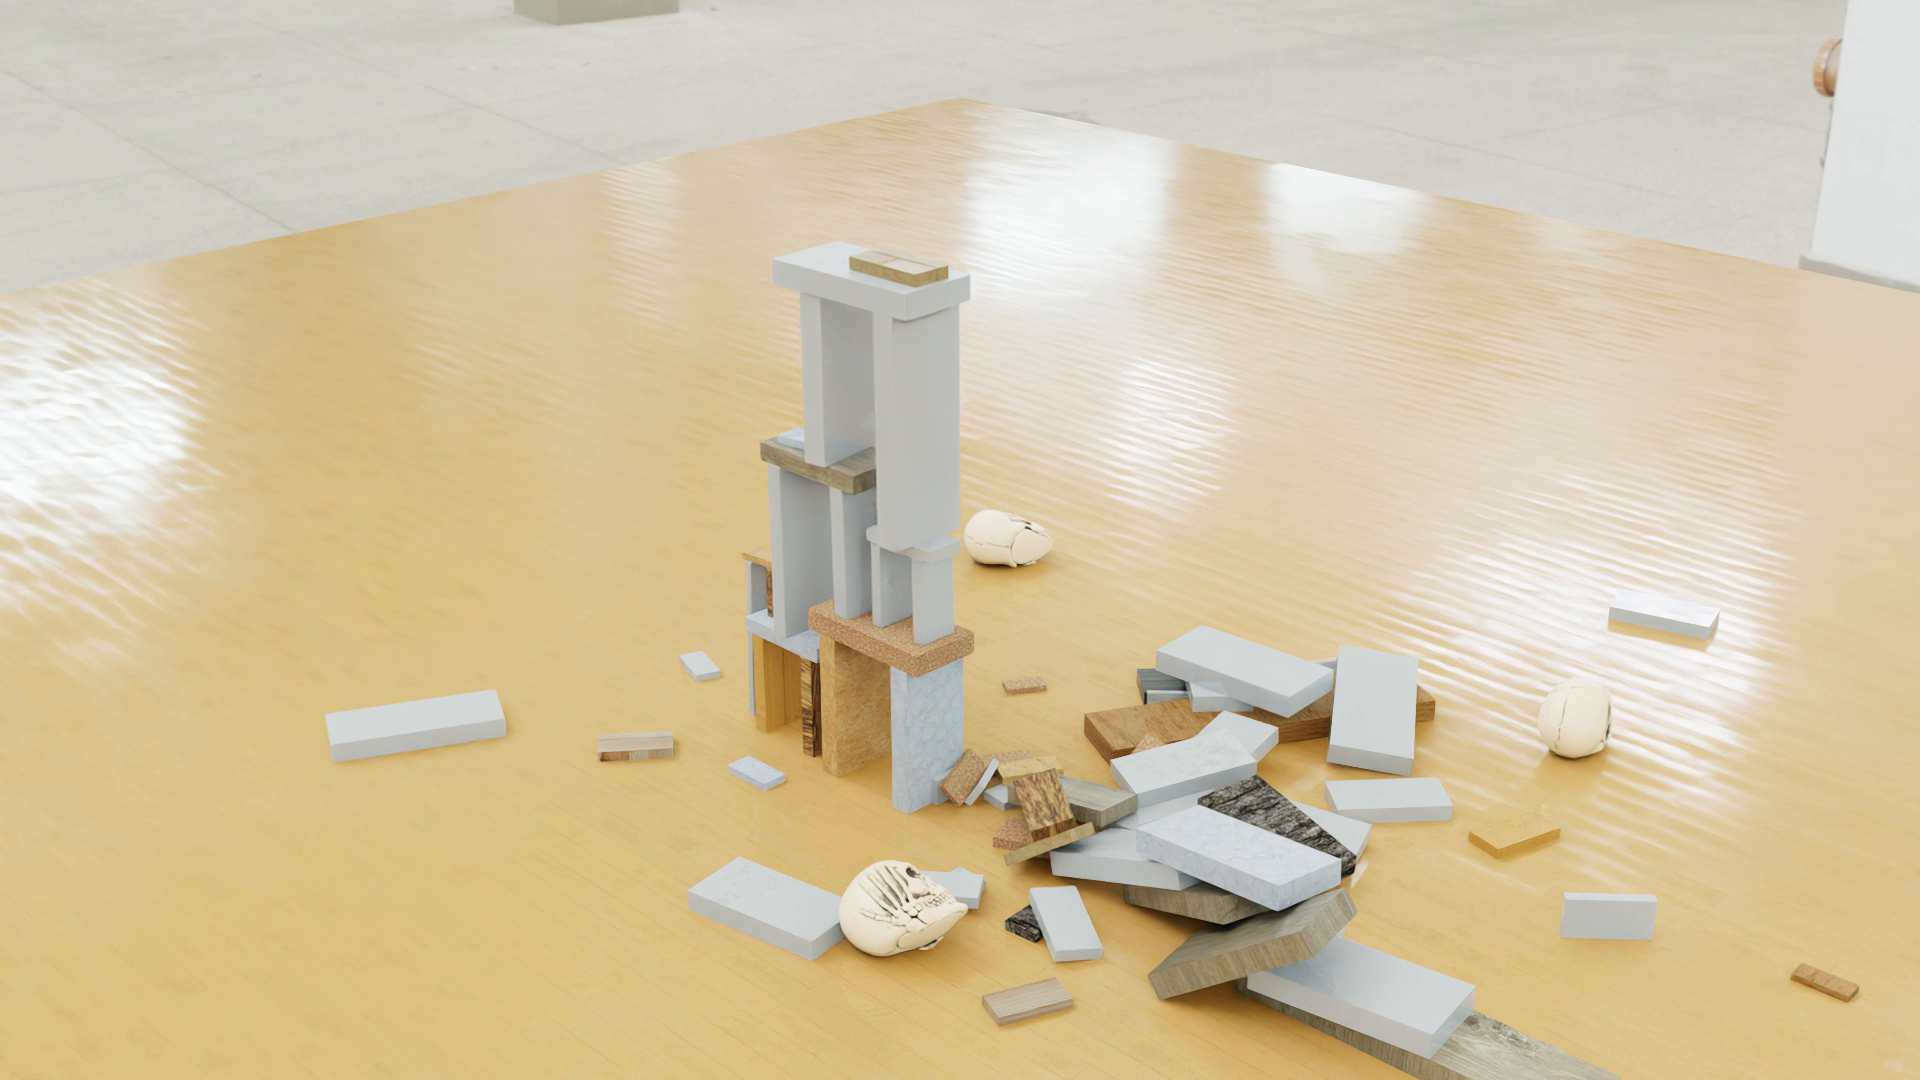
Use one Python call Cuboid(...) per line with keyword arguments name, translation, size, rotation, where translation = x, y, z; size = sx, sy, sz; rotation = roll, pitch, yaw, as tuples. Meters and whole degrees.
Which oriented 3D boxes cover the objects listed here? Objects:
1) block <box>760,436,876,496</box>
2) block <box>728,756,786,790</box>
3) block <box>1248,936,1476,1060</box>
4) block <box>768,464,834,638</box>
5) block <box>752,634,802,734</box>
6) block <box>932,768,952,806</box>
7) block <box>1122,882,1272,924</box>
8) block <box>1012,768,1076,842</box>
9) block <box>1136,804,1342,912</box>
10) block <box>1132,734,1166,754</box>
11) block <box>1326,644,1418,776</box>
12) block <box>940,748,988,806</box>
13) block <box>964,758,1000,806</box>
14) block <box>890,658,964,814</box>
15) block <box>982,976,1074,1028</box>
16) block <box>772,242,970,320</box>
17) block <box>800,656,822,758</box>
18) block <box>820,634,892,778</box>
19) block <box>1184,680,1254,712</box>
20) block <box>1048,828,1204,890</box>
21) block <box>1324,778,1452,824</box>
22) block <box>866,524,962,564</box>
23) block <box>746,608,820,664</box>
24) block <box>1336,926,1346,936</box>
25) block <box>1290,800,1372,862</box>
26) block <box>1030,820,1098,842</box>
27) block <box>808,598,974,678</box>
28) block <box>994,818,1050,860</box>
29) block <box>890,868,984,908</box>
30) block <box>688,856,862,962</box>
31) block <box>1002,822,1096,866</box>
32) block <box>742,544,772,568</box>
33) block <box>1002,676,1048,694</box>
Cuboid(name="block", translation=(-0.260, -0.164, 4.446), size=(0.279, 0.040, 0.139), rotation=(21, 31, 40))
Cuboid(name="block", translation=(-0.425, 0.487, 4.593), size=(0.116, 0.016, 0.058), rotation=(21, 31, 40))
Cuboid(name="block", translation=(0.686, 0.766, 3.768), size=(0.343, 0.049, 0.171), rotation=(16, 28, 33))
Cuboid(name="block", translation=(-0.327, 0.006, 4.587), size=(0.139, 0.382, 0.040), rotation=(-20, 29, -38))
Cuboid(name="block", translation=(-0.391, 0.294, 4.774), size=(0.033, 0.230, 0.115), rotation=(21, 31, 40))
Cuboid(name="block", translation=(-0.013, 0.498, 4.516), size=(0.016, 0.056, 0.113), rotation=(21, 31, 40))
Cuboid(name="block", translation=(0.456, 0.639, 4.034), size=(0.168, 0.048, 0.337), rotation=(-12, 4, -26))
Cuboid(name="block", translation=(0.166, 0.519, 4.322), size=(0.089, 0.025, 0.178), rotation=(-18, 28, -2))
Cuboid(name="block", translation=(0.495, 0.565, 3.931), size=(0.168, 0.048, 0.337), rotation=(-13, 20, -40))
Cuboid(name="block", translation=(0.384, 0.464, 4.573), size=(0.066, 0.019, 0.131), rotation=(29, 49, 17))
Cuboid(name="block", translation=(0.889, 0.363, 4.731), size=(0.174, 0.049, 0.347), rotation=(10, 36, 7))
Cuboid(name="block", translation=(0.007, 0.485, 4.498), size=(0.016, 0.056, 0.113), rotation=(-18, 27, 49))
Cuboid(name="block", translation=(0.045, 0.497, 4.517), size=(0.016, 0.056, 0.113), rotation=(37, 28, 0))
Cuboid(name="block", translation=(-0.065, 0.380, 4.456), size=(0.045, 0.320, 0.160), rotation=(21, 31, 40))
Cuboid(name="block", translation=(0.118, 0.805, 3.837), size=(0.142, 0.020, 0.071), rotation=(-10, 25, -22))
Cuboid(name="block", translation=(-0.171, -0.499, 4.208), size=(0.356, 0.050, 0.178), rotation=(20, 30, 39))
Cuboid(name="block", translation=(-0.283, 0.336, 4.674), size=(0.033, 0.229, 0.115), rotation=(21, 31, 40))
Cuboid(name="block", translation=(-0.216, 0.322, 4.593), size=(0.045, 0.319, 0.160), rotation=(21, 31, 41))
Cuboid(name="block", translation=(0.566, 0.303, 4.872), size=(0.132, 0.037, 0.264), rotation=(-1, 23, -1))
Cuboid(name="block", translation=(0.346, 0.598, 4.134), size=(0.168, 0.048, 0.337), rotation=(-13, 7, -40))
Cuboid(name="block", translation=(0.869, 0.529, 4.470), size=(0.235, 0.033, 0.117), rotation=(-2, 23, -4))
Cuboid(name="block", translation=(-0.092, 0.000, 4.341), size=(0.176, 0.025, 0.088), rotation=(21, 30, 40))
Cuboid(name="block", translation=(-0.338, 0.195, 4.673), size=(0.229, 0.033, 0.115), rotation=(21, 31, 40))
Cuboid(name="block", translation=(0.632, 0.714, 4.030), size=(0.135, 0.019, 0.067), rotation=(13, 43, 27))
Cuboid(name="block", translation=(0.676, 0.572, 4.327), size=(0.238, 0.034, 0.119), rotation=(15, 34, 22))
Cuboid(name="block", translation=(0.214, 0.564, 4.339), size=(0.082, 0.023, 0.165), rotation=(11, 18, 26))
Cuboid(name="block", translation=(-0.141, 0.183, 4.454), size=(0.319, 0.045, 0.160), rotation=(21, 31, 41))
Cuboid(name="block", translation=(0.157, 0.592, 4.335), size=(0.165, 0.023, 0.082), rotation=(9, 25, 21))
Cuboid(name="block", translation=(-0.042, 0.655, 4.134), size=(0.165, 0.023, 0.082), rotation=(3, 23, 7))
Cuboid(name="block", translation=(-0.345, 0.684, 4.095), size=(0.298, 0.042, 0.149), rotation=(15, 27, 32))
Cuboid(name="block", translation=(0.171, 0.584, 4.219), size=(0.165, 0.023, 0.082), rotation=(-26, -10, 34))
Cuboid(name="block", translation=(-0.409, 0.038, 4.705), size=(0.108, 0.015, 0.054), rotation=(17, 28, 34))
Cuboid(name="block", translation=(0.146, 0.329, 4.969), size=(0.093, 0.013, 0.046), rotation=(-6, 24, -13))
